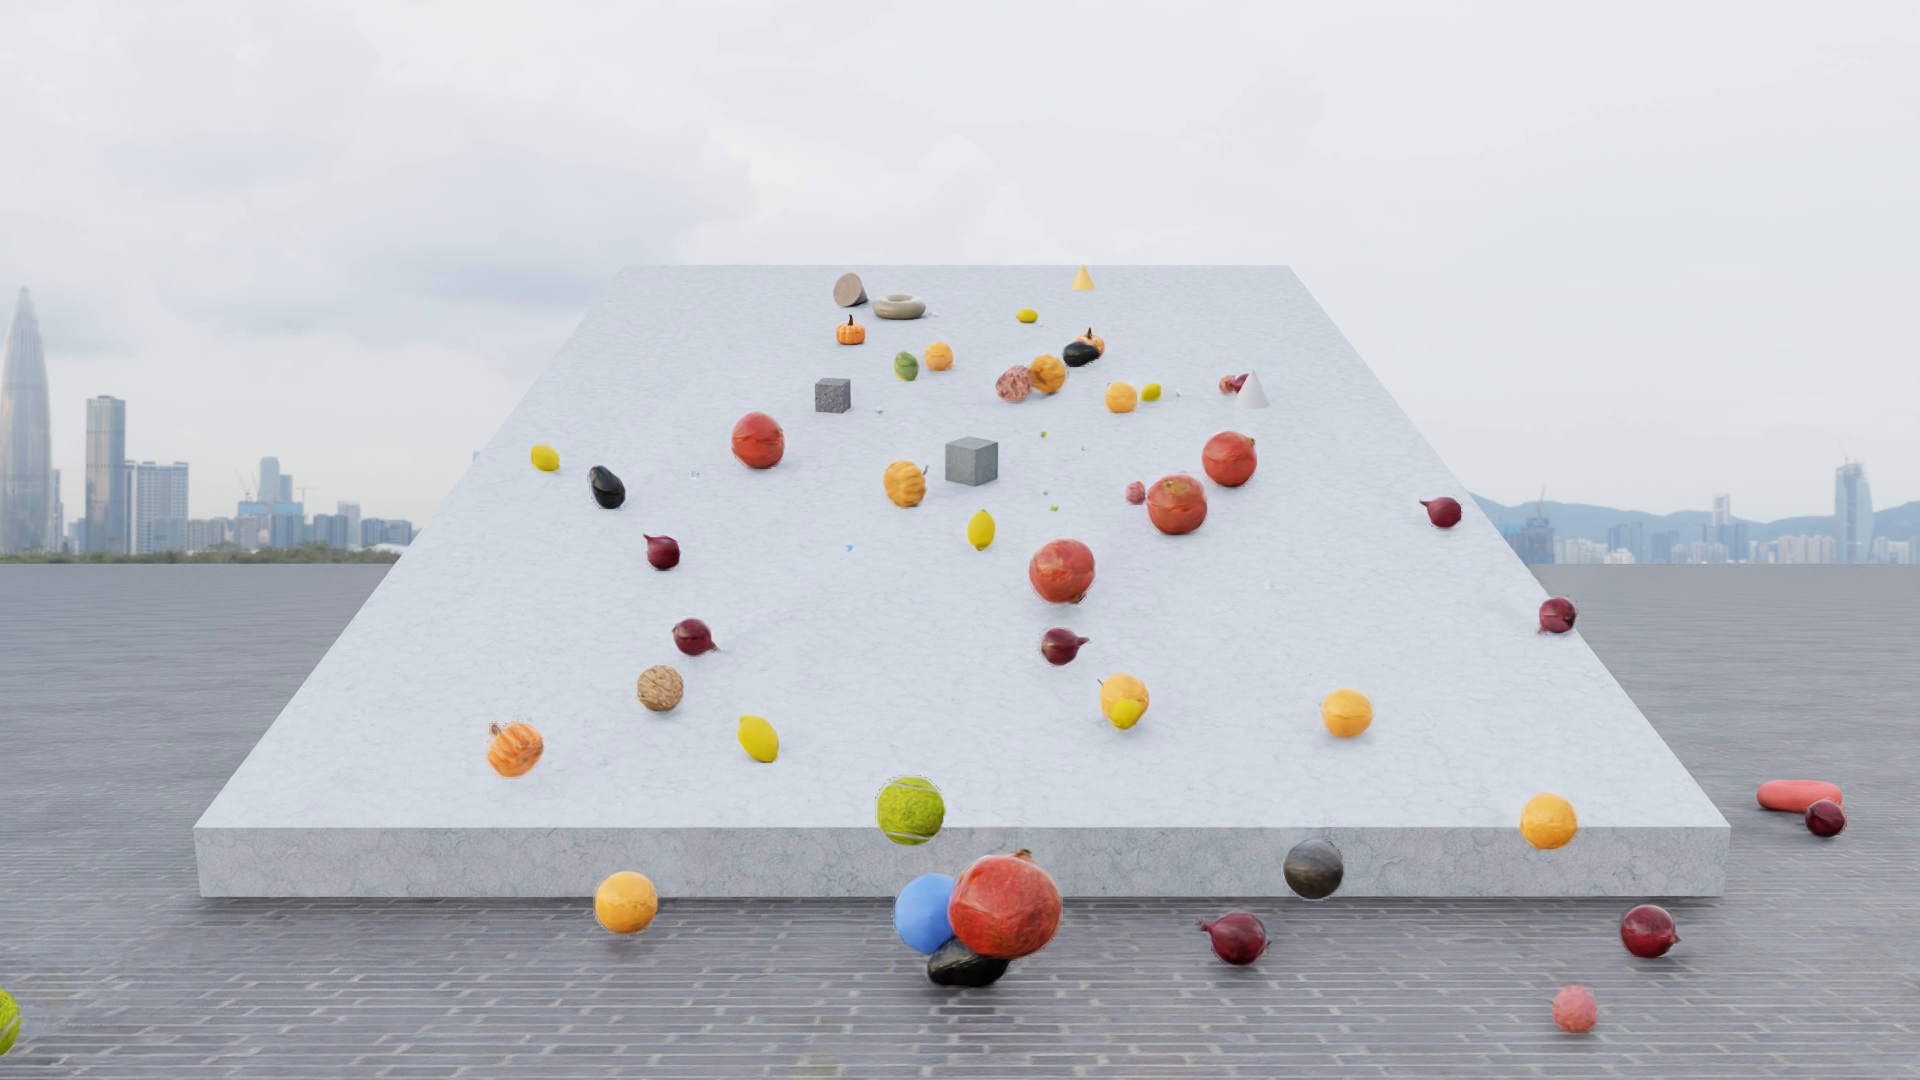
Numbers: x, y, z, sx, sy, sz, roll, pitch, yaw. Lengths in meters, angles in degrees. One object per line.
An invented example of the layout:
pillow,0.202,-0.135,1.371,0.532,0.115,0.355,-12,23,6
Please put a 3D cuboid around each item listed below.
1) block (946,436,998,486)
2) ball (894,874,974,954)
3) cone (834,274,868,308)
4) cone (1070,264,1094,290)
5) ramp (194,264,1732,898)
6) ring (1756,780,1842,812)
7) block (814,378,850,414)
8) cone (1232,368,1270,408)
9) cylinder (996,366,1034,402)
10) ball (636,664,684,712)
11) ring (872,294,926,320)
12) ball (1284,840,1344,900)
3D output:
block,0.023,-0.158,4.457,0.076,0.076,0.076,13,22,36
ball,-0.027,0.398,2.369,0.085,0.085,0.085,0,0,0
cone,-0.281,-0.676,6.157,0.098,0.098,0.098,0,-6,37
cone,0.351,-0.754,6.361,0.072,0.072,0.072,0,17,0
ramp,-0.003,-0.180,4.821,2.000,0.100,4.000,0,17,0
ring,1.484,0.453,3.942,0.143,0.048,0.143,-1,0,0
block,-0.285,-0.325,5.006,0.064,0.064,0.064,4,18,13
cone,0.662,-0.349,5.052,0.085,0.085,0.085,0,17,0
cylinder,0.126,-0.357,5.101,0.070,0.070,0.070,0,17,18
ball,-0.440,0.218,3.274,0.069,0.069,0.069,0,0,0
ring,-0.163,-0.627,5.995,0.143,0.048,0.143,0,19,0
ball,0.433,0.403,2.730,0.073,0.073,0.073,0,0,0
